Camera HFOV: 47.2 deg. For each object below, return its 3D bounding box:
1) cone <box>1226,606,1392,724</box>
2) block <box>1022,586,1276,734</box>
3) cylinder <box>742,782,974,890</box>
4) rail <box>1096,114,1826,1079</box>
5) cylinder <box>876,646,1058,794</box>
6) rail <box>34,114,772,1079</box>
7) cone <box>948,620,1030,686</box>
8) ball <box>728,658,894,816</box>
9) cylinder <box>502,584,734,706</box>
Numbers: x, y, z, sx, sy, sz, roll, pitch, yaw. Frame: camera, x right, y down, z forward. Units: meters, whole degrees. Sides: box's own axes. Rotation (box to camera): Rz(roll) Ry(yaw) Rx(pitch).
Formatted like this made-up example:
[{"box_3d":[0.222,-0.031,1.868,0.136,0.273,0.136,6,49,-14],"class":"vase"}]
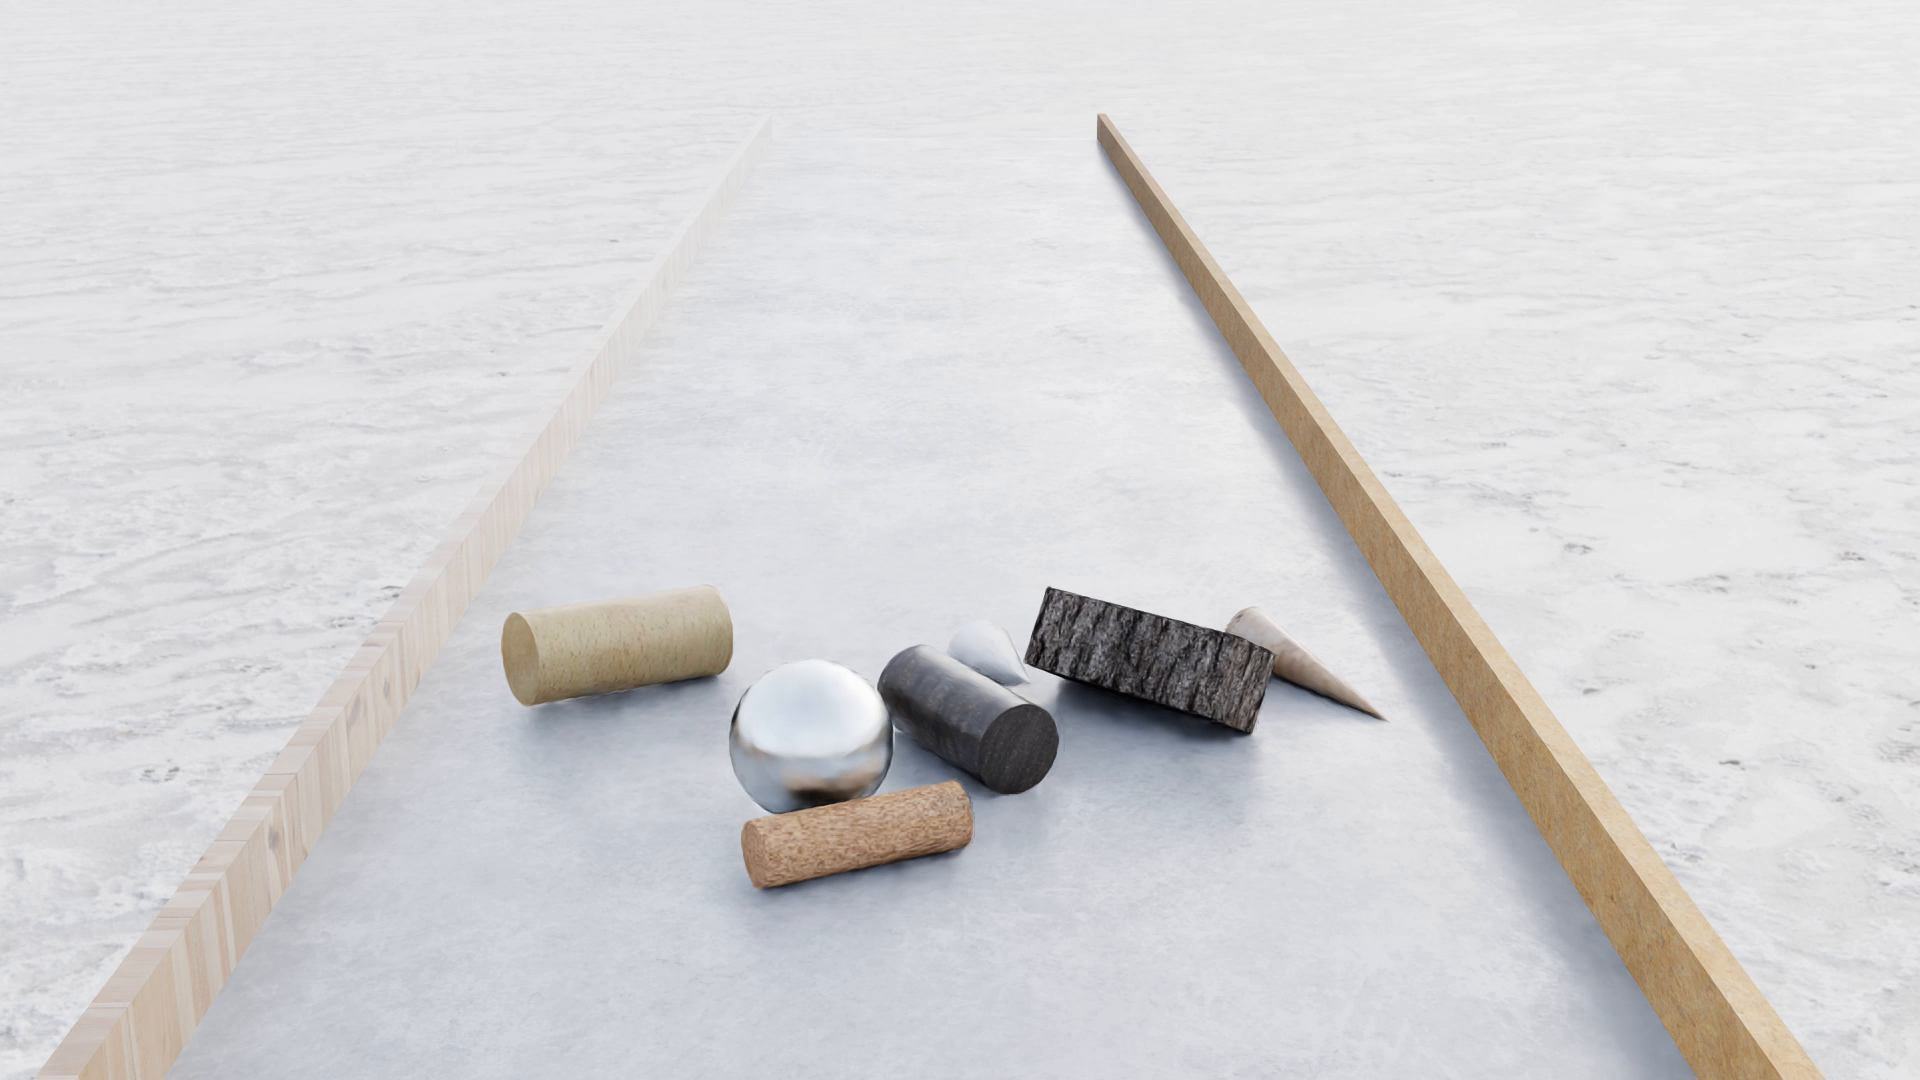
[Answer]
[{"box_3d":[0.687,0.263,4.242,0.115,0.115,0.422,-11,27,-32],"class":"cone"},{"box_3d":[0.351,0.222,4.117,0.435,0.154,0.154,14,-6,39],"class":"block"},{"box_3d":[-0.161,0.465,3.475,0.352,0.108,0.108,-8,18,-25],"class":"cylinder"},{"box_3d":[0.932,-0.844,7.801,0.050,0.150,12.000,0,17,-1],"class":"rail"},{"box_3d":[0.009,0.314,3.888,0.163,0.163,0.354,-10,19,-30],"class":"cylinder"},{"box_3d":[-1.118,-0.838,7.780,0.050,0.150,12.000,0,17,-1],"class":"rail"},{"box_3d":[0.083,0.236,4.036,0.134,0.134,0.435,-3,4,-11],"class":"cone"},{"box_3d":[-0.243,0.328,3.592,0.270,0.270,0.270,0,17,0],"class":"ball"},{"box_3d":[-0.654,0.199,4.215,0.402,0.178,0.178,-8,18,-33],"class":"cylinder"}]
